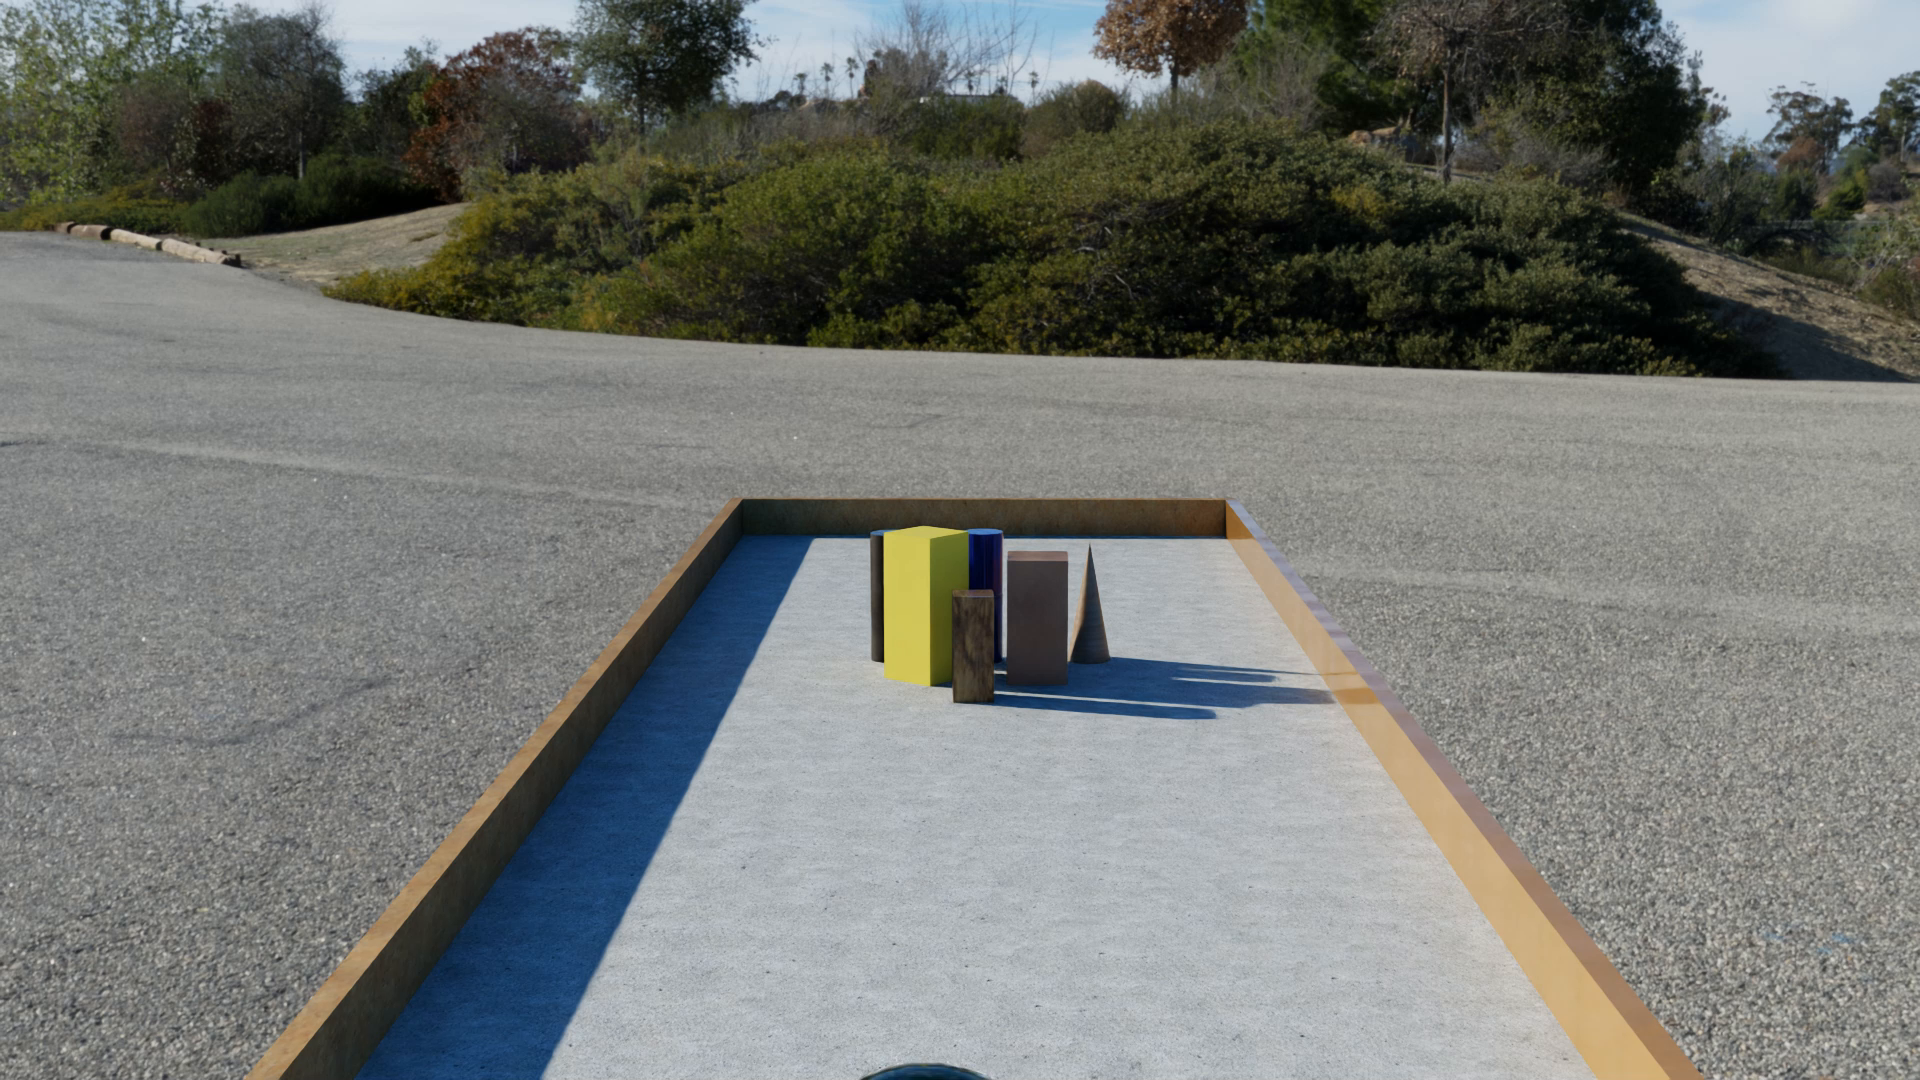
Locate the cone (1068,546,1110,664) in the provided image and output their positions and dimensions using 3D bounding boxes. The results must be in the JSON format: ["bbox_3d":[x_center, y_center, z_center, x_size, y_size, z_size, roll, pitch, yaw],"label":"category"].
[{"bbox_3d":[0.393,0.184,6.681,0.132,0.365,0.132,0,9,0],"label":"cone"}]

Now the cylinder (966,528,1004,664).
[{"bbox_3d":[0.070,0.170,6.672,0.120,0.396,0.120,0,9,0],"label":"cylinder"}]

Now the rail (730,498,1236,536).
[{"bbox_3d":[0.099,-0.098,9.147,2.100,0.150,0.050,0,9,1],"label":"rail"}]

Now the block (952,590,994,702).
[{"bbox_3d":[0.036,0.297,6.174,0.114,0.300,0.114,0,9,-2],"label":"block"}]

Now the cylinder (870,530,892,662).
[{"bbox_3d":[-0.209,0.171,6.688,0.126,0.389,0.126,0,9,0],"label":"cylinder"}]

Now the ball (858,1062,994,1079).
[{"bbox_3d":[-0.043,0.821,2.688,0.357,0.357,0.357,0,9,0],"label":"ball"}]

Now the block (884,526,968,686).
[{"bbox_3d":[-0.098,0.190,6.431,0.176,0.432,0.176,7,12,39],"label":"block"}]

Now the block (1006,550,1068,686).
[{"bbox_3d":[0.226,0.226,6.419,0.176,0.364,0.176,0,9,2],"label":"block"}]

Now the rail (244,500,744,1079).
[{"bbox_3d":[-1.004,0.839,3.234,0.050,0.150,12.000,0,9,1],"label":"rail"}]

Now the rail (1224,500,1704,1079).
[{"bbox_3d":[1.046,0.843,3.208,0.050,0.150,12.000,0,9,1],"label":"rail"}]
